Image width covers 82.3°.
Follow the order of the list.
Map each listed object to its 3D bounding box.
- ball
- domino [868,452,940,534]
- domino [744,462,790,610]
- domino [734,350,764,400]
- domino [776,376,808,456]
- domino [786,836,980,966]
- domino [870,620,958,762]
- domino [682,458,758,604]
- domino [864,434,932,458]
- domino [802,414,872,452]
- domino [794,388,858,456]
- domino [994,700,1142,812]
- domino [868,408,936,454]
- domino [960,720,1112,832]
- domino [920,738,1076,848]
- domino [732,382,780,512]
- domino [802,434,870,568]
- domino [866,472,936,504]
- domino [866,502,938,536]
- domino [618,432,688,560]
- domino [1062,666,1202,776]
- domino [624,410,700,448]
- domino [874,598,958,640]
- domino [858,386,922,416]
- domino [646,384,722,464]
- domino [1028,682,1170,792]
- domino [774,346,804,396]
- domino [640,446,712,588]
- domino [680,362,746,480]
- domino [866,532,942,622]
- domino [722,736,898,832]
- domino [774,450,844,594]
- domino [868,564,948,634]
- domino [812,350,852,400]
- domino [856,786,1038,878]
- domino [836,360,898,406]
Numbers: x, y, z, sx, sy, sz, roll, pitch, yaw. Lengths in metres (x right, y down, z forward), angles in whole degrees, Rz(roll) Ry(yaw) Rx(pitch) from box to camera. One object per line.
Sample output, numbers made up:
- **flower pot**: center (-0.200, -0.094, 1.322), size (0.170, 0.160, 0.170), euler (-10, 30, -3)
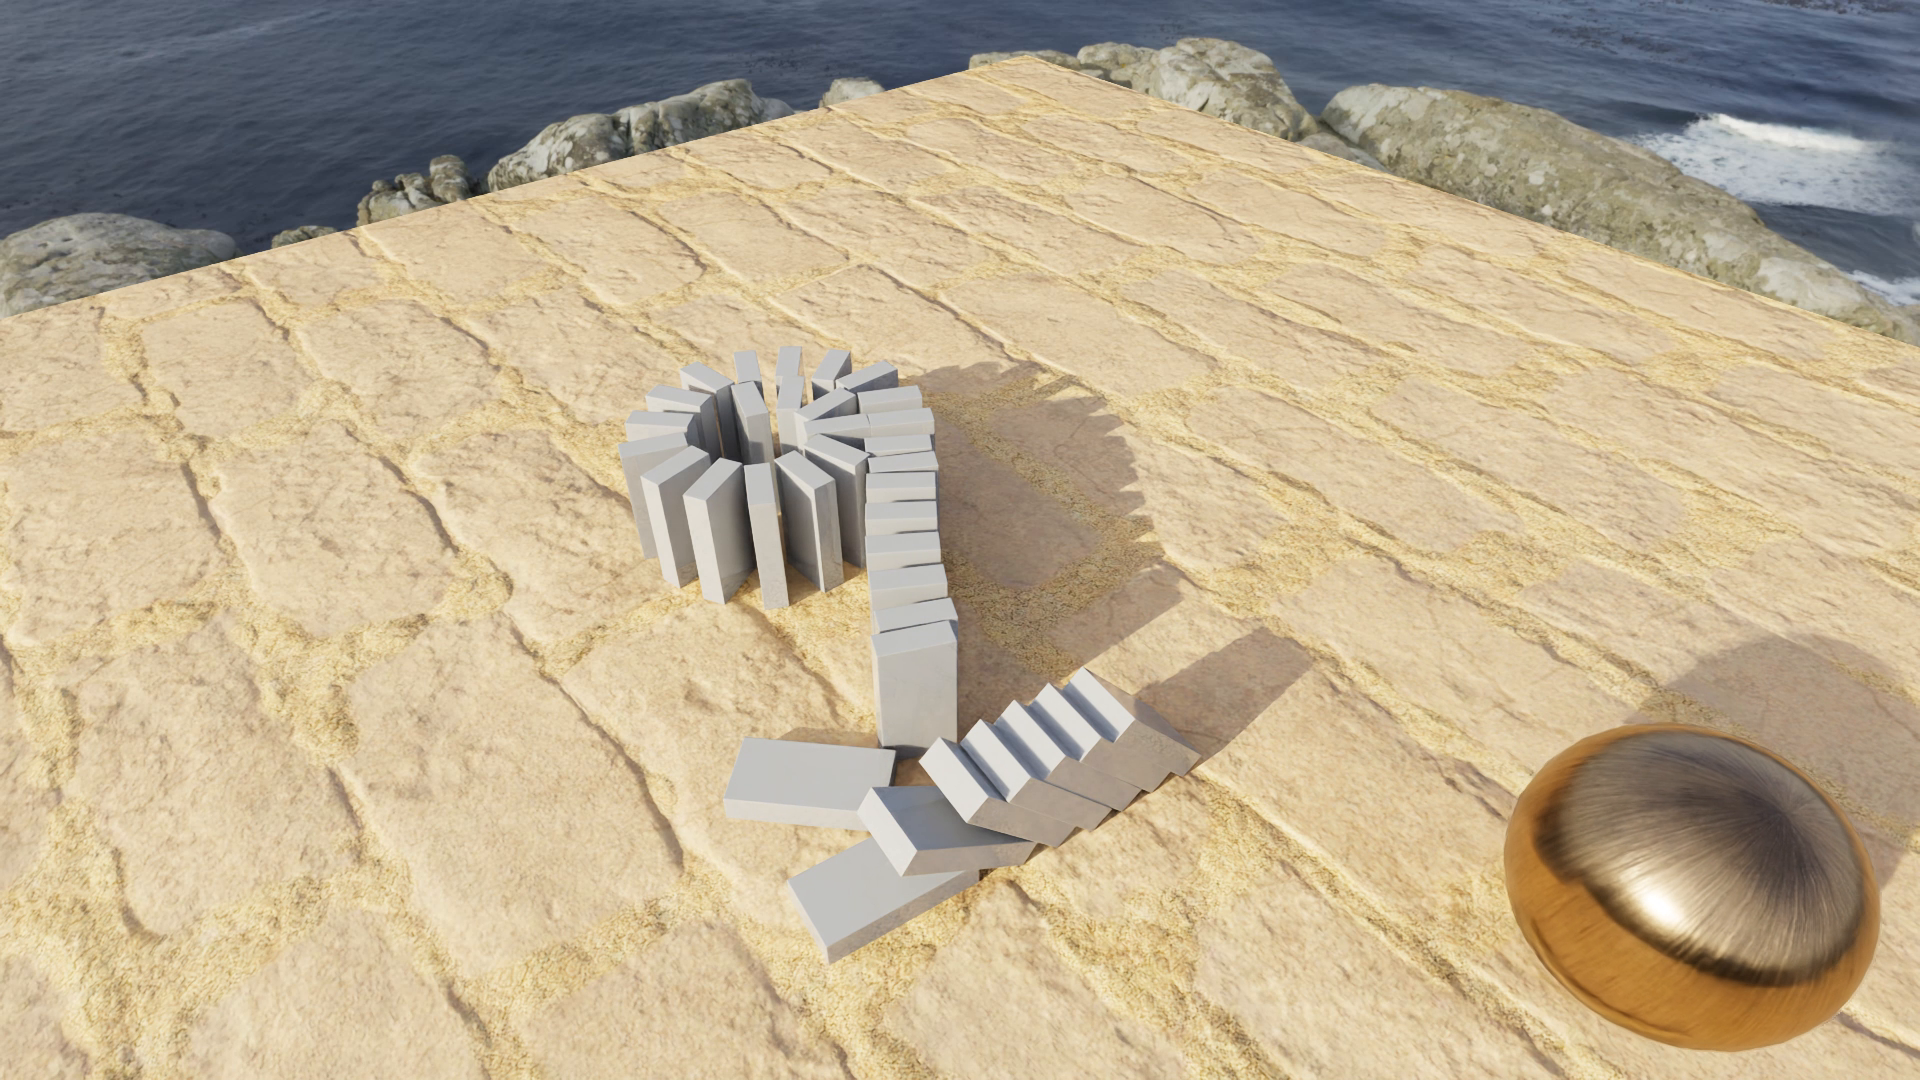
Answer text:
- **ball**: center (0.184, 0.087, 0.282), size (0.080, 0.080, 0.080), euler (0, 39, 0)
- **domino**: center (-0.021, -0.010, 0.423), size (0.025, 0.050, 0.010), euler (-7, 40, -8)
- **domino**: center (-0.072, -0.001, 0.413), size (0.010, 0.050, 0.025), euler (-8, 40, -9)
- **domino**: center (-0.089, -0.054, 0.477), size (0.010, 0.050, 0.025), euler (-9, 40, -11)
- **domino**: center (-0.068, -0.040, 0.461), size (0.009, 0.050, 0.025), euler (-1, 39, -1)
- **domino**: center (-0.022, 0.100, 0.322), size (0.050, 0.010, 0.025), euler (-22, 44, -24)
- **domino**: center (-0.014, 0.049, 0.351), size (0.025, 0.050, 0.009), euler (-10, 40, -12)
- **domino**: center (-0.090, -0.003, 0.415), size (0.009, 0.050, 0.025), euler (14, 41, 17)
- **domino**: center (-0.023, -0.018, 0.433), size (0.025, 0.050, 0.009), euler (-4, 40, -5)
- **domino**: center (-0.048, -0.026, 0.443), size (0.025, 0.050, 0.010), euler (-9, 40, -11)
- **domino**: center (-0.054, -0.035, 0.454), size (0.009, 0.050, 0.025), euler (29, 47, 30)
- **domino**: center (0.034, 0.066, 0.335), size (0.010, 0.050, 0.025), euler (-50, 49, 6)
- **domino**: center (-0.023, -0.029, 0.447), size (0.025, 0.050, 0.009), euler (-7, 40, -9)
- **domino**: center (0.023, 0.071, 0.329), size (0.010, 0.050, 0.025), euler (-50, 49, 6)
- **domino**: center (0.012, 0.075, 0.325), size (0.009, 0.050, 0.025), euler (-51, 49, 6)
- **domino**: center (-0.084, -0.038, 0.457), size (0.010, 0.050, 0.025), euler (-14, 41, -17)
- **domino**: center (-0.046, -0.015, 0.429), size (0.025, 0.050, 0.009), euler (23, 45, 25)
- **domino**: center (-0.021, -0.002, 0.414), size (0.025, 0.050, 0.009), euler (-2, 39, -2)
- **domino**: center (-0.021, 0.009, 0.401), size (0.025, 0.050, 0.009), euler (-2, 39, -2)
- **domino**: center (-0.116, -0.017, 0.432), size (0.025, 0.050, 0.009), euler (-13, 41, -15)
- **domino**: center (0.055, 0.058, 0.346), size (0.009, 0.050, 0.025), euler (-50, 49, 6)
- **domino**: center (-0.117, -0.028, 0.446), size (0.025, 0.050, 0.009), euler (4, 40, 5)
- **domino**: center (-0.014, 0.042, 0.360), size (0.025, 0.050, 0.009), euler (-9, 40, -11)
- **domino**: center (-0.028, -0.039, 0.459), size (0.025, 0.050, 0.010), euler (-9, 40, -10)
- **domino**: center (-0.113, -0.039, 0.459), size (0.025, 0.050, 0.010), euler (13, 41, 15)
- **domino**: center (0.044, 0.062, 0.341), size (0.010, 0.050, 0.025), euler (-50, 50, 6)
- **domino**: center (-0.072, -0.056, 0.480), size (0.010, 0.050, 0.025), euler (-2, 39, -2)
- **domino**: center (-0.105, -0.008, 0.422), size (0.009, 0.050, 0.025), euler (26, 46, 28)
- **domino**: center (-0.105, -0.049, 0.471), size (0.025, 0.050, 0.009), euler (30, 48, 32)
- **domino**: center (-0.019, 0.020, 0.387), size (0.025, 0.050, 0.009), euler (-4, 39, -4)
- **domino**: center (-0.047, 0.077, 0.349), size (0.050, 0.010, 0.025), euler (4, 40, 5)
- **domino**: center (-0.057, -0.007, 0.420), size (0.009, 0.050, 0.025), euler (-30, 48, -31)
- **domino**: center (-0.017, 0.031, 0.373), size (0.025, 0.050, 0.009), euler (-6, 40, -7)
- **domino**: center (-0.054, -0.054, 0.478), size (0.009, 0.050, 0.025), euler (8, 40, 9)
- **domino**: center (-0.003, 0.084, 0.320), size (0.050, 0.010, 0.025), euler (12, 25, -45)
- **domino**: center (-0.039, -0.049, 0.472), size (0.025, 0.050, 0.010), euler (-28, 47, -30)
